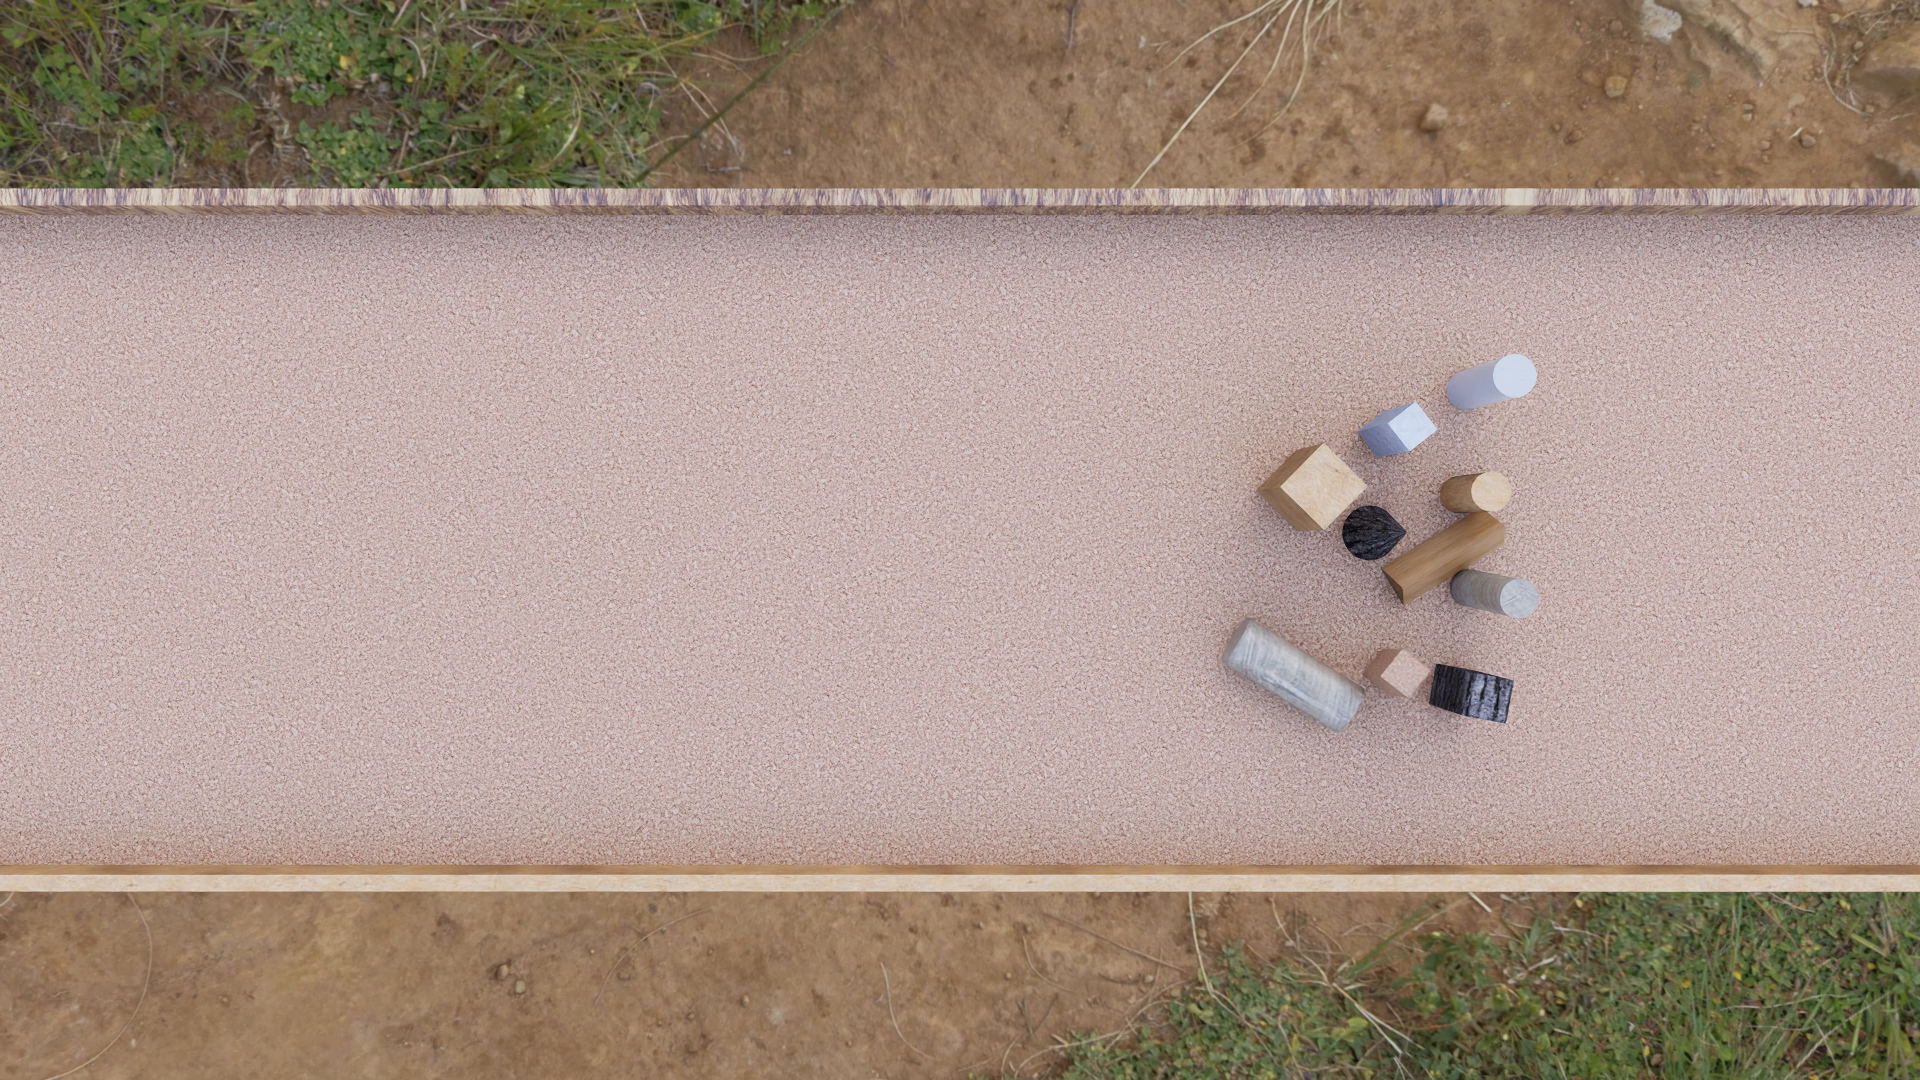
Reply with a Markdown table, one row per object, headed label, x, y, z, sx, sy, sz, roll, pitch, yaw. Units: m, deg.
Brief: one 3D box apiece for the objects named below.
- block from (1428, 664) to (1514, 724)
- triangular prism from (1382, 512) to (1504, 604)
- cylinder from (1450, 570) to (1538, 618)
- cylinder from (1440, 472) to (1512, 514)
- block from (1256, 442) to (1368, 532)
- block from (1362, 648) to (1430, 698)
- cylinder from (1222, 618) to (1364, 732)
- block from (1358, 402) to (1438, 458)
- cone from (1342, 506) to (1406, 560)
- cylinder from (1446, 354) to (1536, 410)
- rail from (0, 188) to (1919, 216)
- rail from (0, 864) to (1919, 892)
| label | x | y | z | sx | sy | sz | roll | pitch | yaw |
| --- | --- | --- | --- | --- | --- | --- | --- | --- | --- |
| block | 1.517 | 0.454 | 4.905 | 0.127 | 0.344 | 0.127 | 11 | 90 | 0 |
| triangular prism | 1.483 | 0.051 | 5.016 | 0.360 | 0.116 | 0.134 | -31 | 90 | 0 |
| cylinder | 1.578 | 0.157 | 4.888 | 0.114 | 0.367 | 0.114 | 0 | 93 | -5 |
| cylinder | 1.535 | -0.140 | 4.921 | 0.115 | 0.310 | 0.115 | 0 | 90 | 0 |
| block | 1.036 | -0.152 | 4.885 | 0.176 | 0.383 | 0.176 | 45 | 90 | 0 |
| block | 1.295 | 0.395 | 4.906 | 0.101 | 0.332 | 0.101 | 38 | 90 | 6 |
| cylinder | 1.007 | 0.408 | 4.997 | 0.407 | 0.158 | 0.158 | 32 | 90 | 0 |
| block | 1.294 | -0.325 | 4.896 | 0.101 | 0.361 | 0.101 | -38 | 90 | 0 |
| cone | 1.261 | -0.022 | 4.863 | 0.169 | 0.427 | 0.169 | 0 | 90 | 0 |
| cylinder | 1.559 | -0.461 | 4.855 | 0.122 | 0.443 | 0.122 | 0 | 90 | 0 |
| rail | -2.247 | -1.025 | 5.002 | 12.000 | 0.150 | 0.050 | 0 | 90 | 0 |
| rail | -2.247 | 1.025 | 5.001 | 12.000 | 0.150 | 0.050 | 0 | 90 | 0 |
